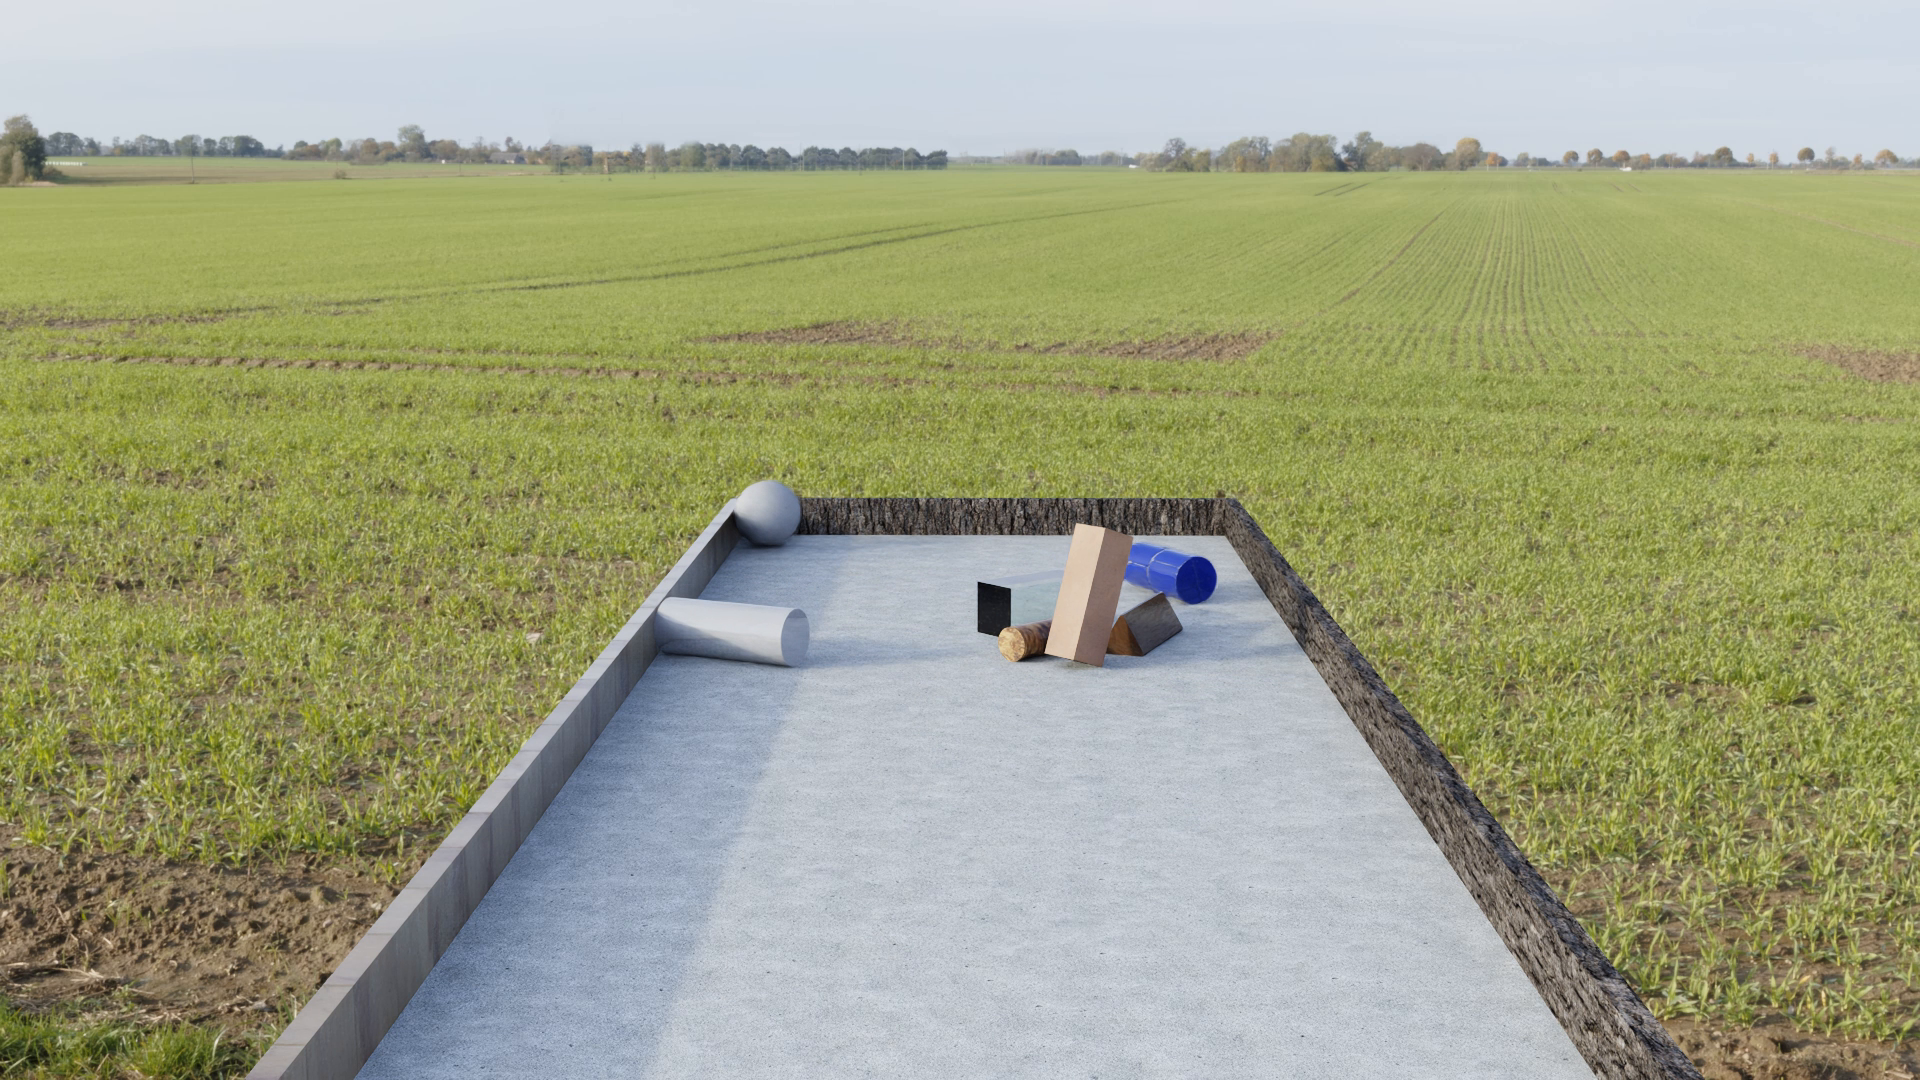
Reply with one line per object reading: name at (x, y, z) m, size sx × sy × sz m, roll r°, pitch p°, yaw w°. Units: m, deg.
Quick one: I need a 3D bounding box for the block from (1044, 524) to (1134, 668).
block at (0.389, 0.166, 6.615) m, size 0.126 × 0.403 × 0.126 m, roll 17°, pitch -4°, yaw -41°

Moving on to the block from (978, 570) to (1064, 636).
block at (0.245, 0.208, 7.162) m, size 0.352 × 0.166 × 0.166 m, roll -7°, pitch 12°, yaw -39°

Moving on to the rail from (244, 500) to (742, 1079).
rail at (-1.004, 0.839, 3.234) m, size 0.050 × 0.150 × 12.000 m, roll 0°, pitch 9°, yaw 1°

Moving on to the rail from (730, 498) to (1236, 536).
rail at (0.099, -0.098, 9.147) m, size 2.100 × 0.150 × 0.050 m, roll 0°, pitch 9°, yaw 1°

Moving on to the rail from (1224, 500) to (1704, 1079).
rail at (1.046, 0.843, 3.208) m, size 0.050 × 0.150 × 12.000 m, roll 0°, pitch 9°, yaw 1°

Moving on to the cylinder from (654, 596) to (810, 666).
cylinder at (-0.695, 0.278, 6.692) m, size 0.445 × 0.176 × 0.176 m, roll 4°, pitch 10°, yaw 25°

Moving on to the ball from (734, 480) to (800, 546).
ball at (-0.773, -0.105, 8.830) m, size 0.264 × 0.264 × 0.264 m, roll 0°, pitch 9°, yaw 0°

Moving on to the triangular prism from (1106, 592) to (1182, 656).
triangular prism at (0.577, 0.258, 6.965) m, size 0.141 × 0.122 × 0.440 m, roll 3°, pitch 10°, yaw 21°

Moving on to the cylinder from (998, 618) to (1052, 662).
cylinder at (0.262, 0.298, 6.788) m, size 0.106 × 0.106 × 0.315 m, roll 8°, pitch 12°, yaw 42°

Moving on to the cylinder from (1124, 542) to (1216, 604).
cylinder at (0.734, 0.114, 7.761) m, size 0.165 × 0.165 × 0.372 m, roll -4°, pitch 10°, yaw -26°
